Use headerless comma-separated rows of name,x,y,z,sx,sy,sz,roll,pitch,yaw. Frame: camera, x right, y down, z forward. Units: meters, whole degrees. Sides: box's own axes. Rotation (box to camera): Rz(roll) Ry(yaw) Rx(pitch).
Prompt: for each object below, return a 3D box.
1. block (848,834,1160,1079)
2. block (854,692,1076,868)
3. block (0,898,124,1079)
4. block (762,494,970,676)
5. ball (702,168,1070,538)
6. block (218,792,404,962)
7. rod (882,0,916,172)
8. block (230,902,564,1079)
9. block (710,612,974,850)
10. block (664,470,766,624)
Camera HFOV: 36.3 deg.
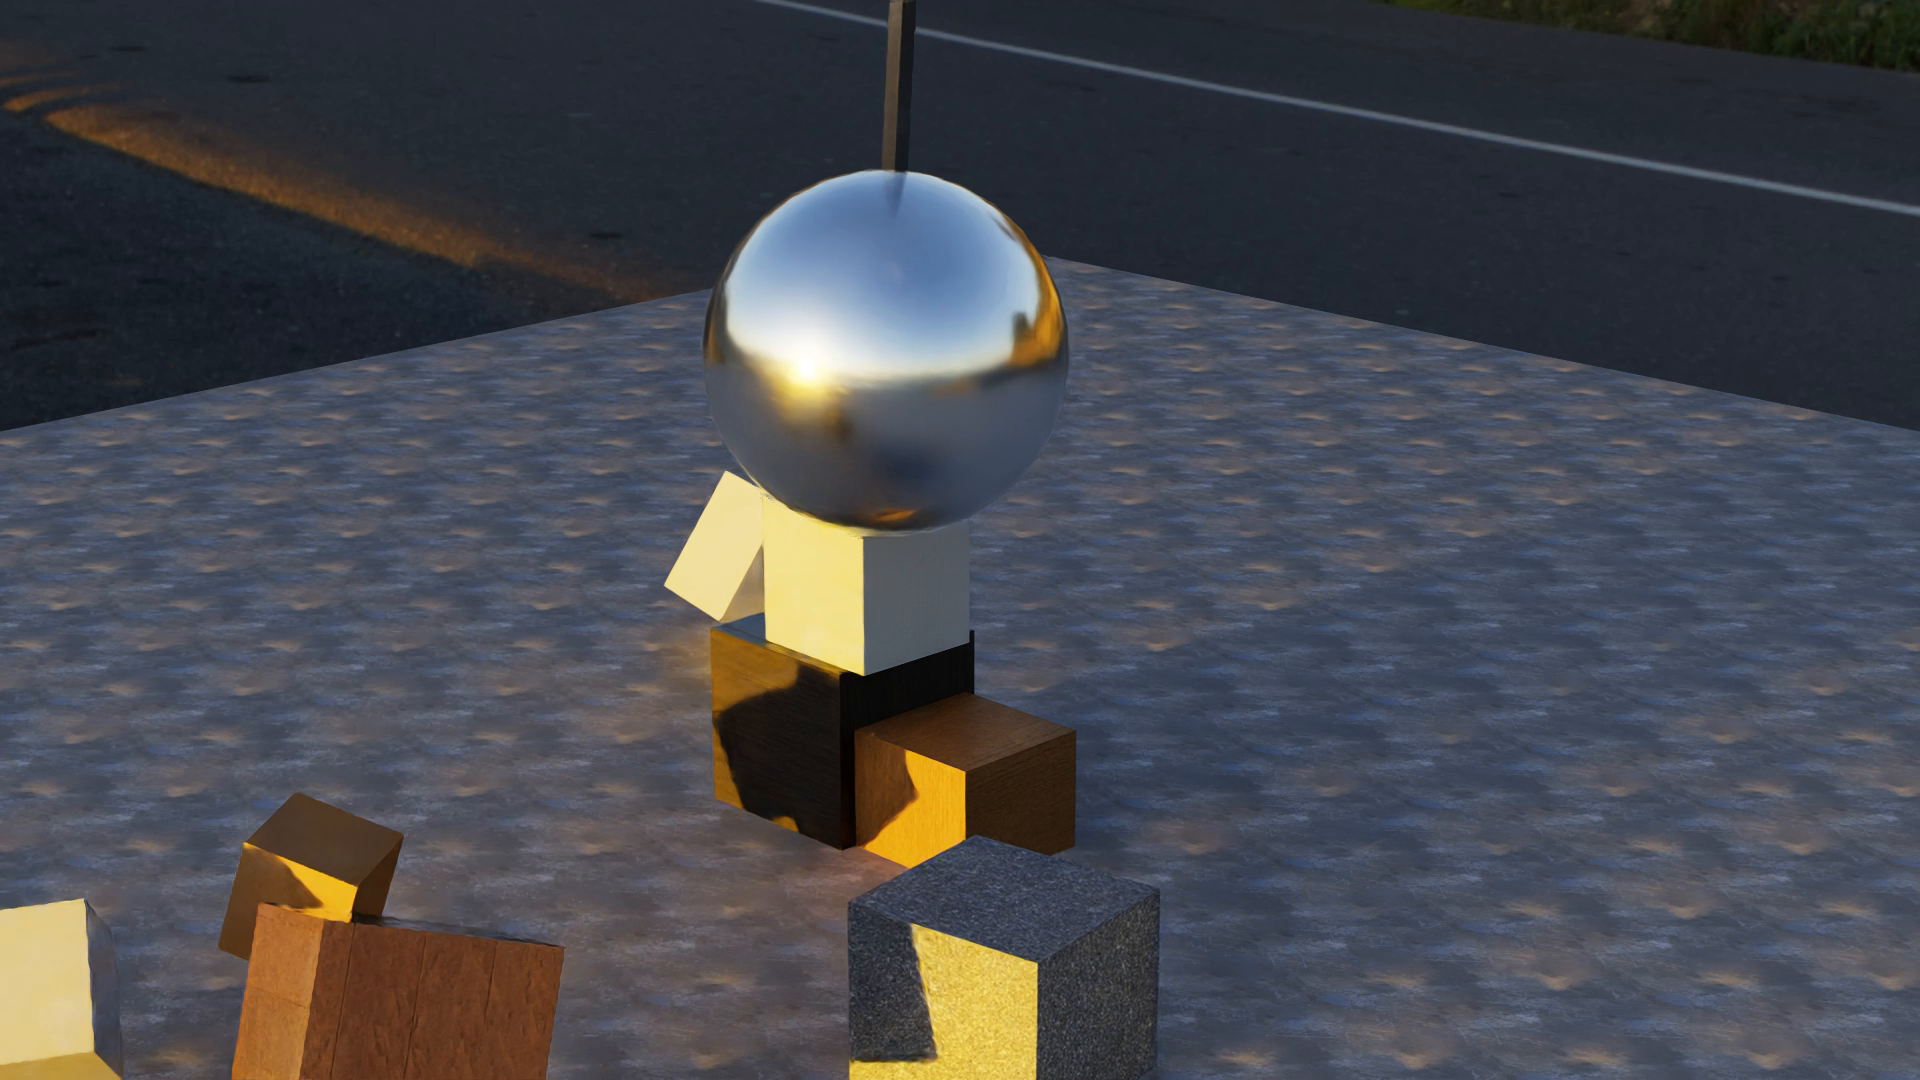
block,0.174,1.748,11.492,0.900,0.773,0.830,13,21,35
block,0.025,1.159,13.686,0.727,0.581,0.729,-17,24,-42
block,-3.558,1.759,11.135,0.606,0.582,0.595,-7,-20,-8
block,-0.438,0.137,13.783,0.671,0.717,0.695,-16,24,-41
ball,-0.322,-0.809,12.750,1.600,1.600,1.600,0,17,0
block,-2.613,1.414,11.818,0.483,0.501,0.504,21,21,4
rod,-0.140,-4.098,11.907,0.080,5.200,0.080,17,20,42
block,-2.003,1.816,10.274,0.853,0.940,0.880,11,-7,-26
block,-0.565,0.845,14.191,0.879,0.878,0.914,-17,24,-42
block,-1.083,0.146,16.301,0.610,0.733,0.717,29,-1,-34
